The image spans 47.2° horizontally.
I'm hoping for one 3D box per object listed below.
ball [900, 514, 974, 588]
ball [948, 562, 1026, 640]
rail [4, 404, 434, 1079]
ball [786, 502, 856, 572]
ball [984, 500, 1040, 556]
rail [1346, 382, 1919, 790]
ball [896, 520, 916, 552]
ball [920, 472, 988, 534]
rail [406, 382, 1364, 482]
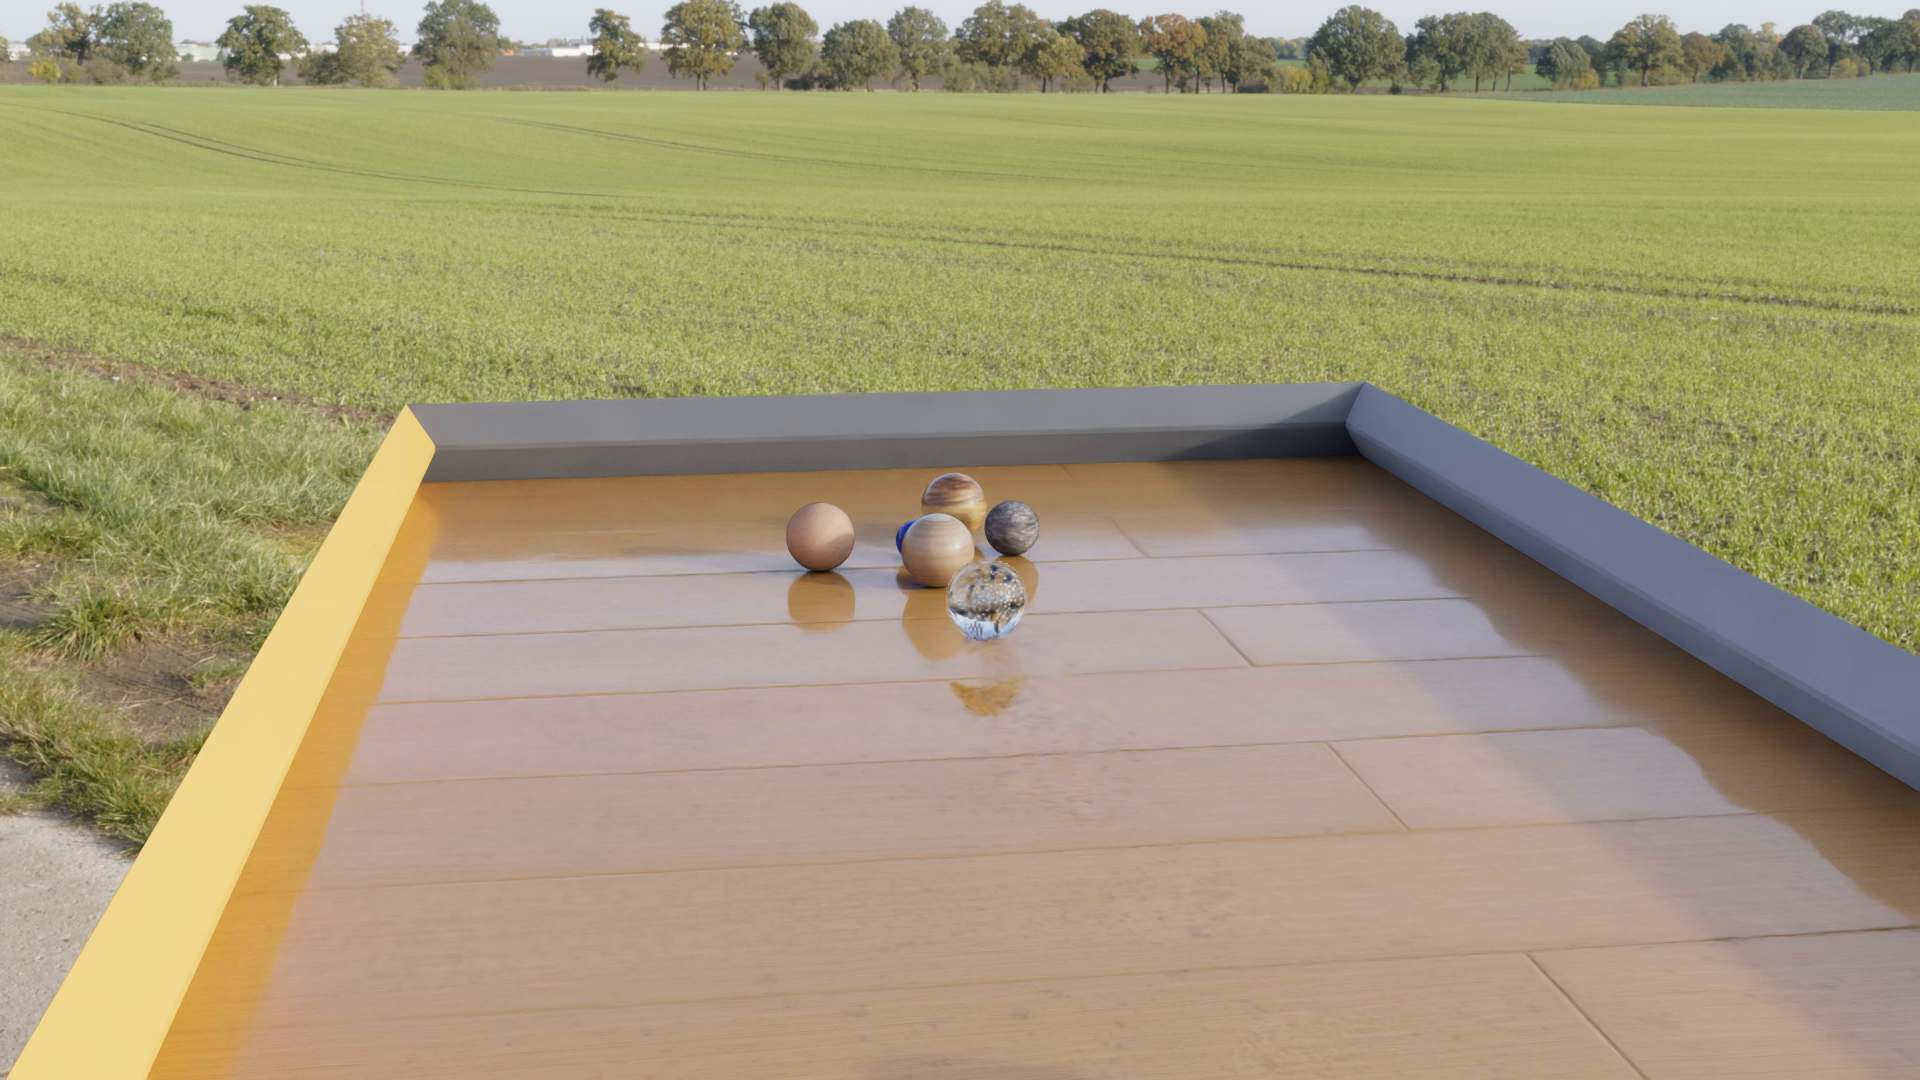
[{"bbox_3d":[-0.027,0.013,2.711,0.091,0.091,0.091,0,13,0],"label":"ball"},{"bbox_3d":[0.030,0.068,2.482,0.088,0.088,0.088,0,13,0],"label":"ball"},{"bbox_3d":[-0.624,0.154,2.053,0.045,0.118,2.628,-2,14,-8],"label":"rail"},{"bbox_3d":[-0.177,-0.004,2.789,0.088,0.088,0.088,0,13,0],"label":"ball"},{"bbox_3d":[0.068,-0.016,2.872,0.072,0.072,0.072,0,13,0],"label":"ball"},{"bbox_3d":[0.811,0.106,2.254,0.045,0.118,2.628,-2,14,-8],"label":"rail"},{"bbox_3d":[-0.056,0.001,2.842,0.054,0.054,0.054,0,13,0],"label":"ball"},{"bbox_3d":[-0.008,-0.046,2.960,0.089,0.089,0.089,0,13,0],"label":"ball"},{"bbox_3d":[-0.090,-0.165,3.396,1.496,0.118,0.045,-2,14,-8],"label":"rail"}]
